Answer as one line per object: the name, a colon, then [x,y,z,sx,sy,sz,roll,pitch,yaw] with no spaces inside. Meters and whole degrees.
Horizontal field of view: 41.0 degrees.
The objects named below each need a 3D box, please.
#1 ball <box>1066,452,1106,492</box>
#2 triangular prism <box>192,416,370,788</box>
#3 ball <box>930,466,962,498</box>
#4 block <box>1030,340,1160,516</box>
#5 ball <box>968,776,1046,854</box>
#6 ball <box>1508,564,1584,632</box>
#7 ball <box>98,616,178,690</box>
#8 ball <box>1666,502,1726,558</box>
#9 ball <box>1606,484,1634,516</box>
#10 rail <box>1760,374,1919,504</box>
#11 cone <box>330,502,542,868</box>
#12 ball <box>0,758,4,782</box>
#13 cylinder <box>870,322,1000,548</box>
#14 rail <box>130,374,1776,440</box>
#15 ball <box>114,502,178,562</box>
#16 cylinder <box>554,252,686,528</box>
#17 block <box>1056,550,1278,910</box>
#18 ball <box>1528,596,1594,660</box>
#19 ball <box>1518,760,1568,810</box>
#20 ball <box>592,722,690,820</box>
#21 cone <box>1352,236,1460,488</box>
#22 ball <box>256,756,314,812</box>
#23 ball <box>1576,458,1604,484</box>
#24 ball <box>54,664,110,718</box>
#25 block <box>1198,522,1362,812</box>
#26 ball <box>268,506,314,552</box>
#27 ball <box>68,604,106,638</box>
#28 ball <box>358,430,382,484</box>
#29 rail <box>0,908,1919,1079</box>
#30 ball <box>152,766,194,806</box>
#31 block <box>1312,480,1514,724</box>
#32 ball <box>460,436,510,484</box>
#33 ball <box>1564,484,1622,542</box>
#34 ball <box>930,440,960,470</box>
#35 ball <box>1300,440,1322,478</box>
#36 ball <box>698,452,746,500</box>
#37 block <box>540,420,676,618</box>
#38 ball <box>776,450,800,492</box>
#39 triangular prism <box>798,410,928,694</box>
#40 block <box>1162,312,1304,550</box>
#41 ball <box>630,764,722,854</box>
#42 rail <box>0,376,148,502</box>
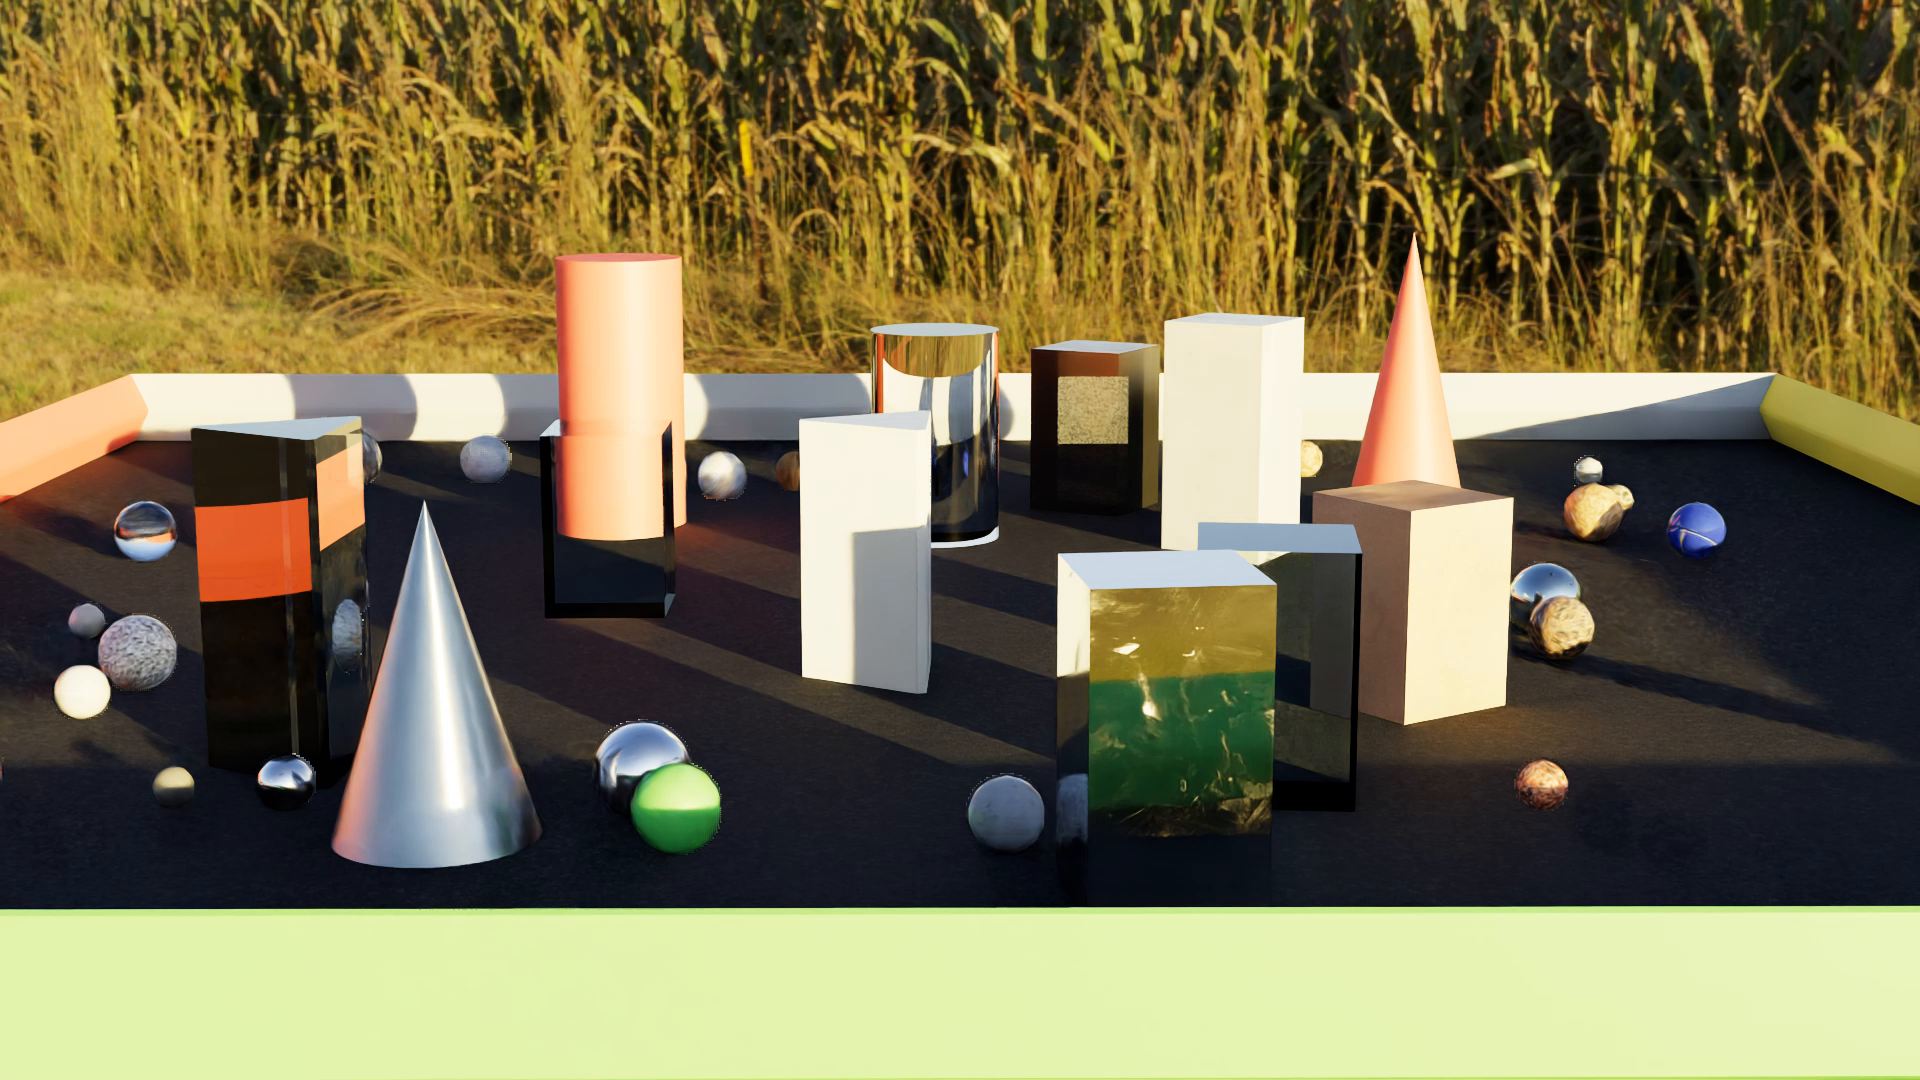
ball: [0.218,-0.118,4.434,0.068,0.068,0.068,0,10,0]
triangular prism: [-0.679,0.057,2.693,0.173,0.360,0.150,7,12,32]
ball: [-0.023,-0.099,4.373,0.055,0.055,0.055,0,10,0]
block: [0.225,-0.189,4.278,0.160,0.268,0.160,6,12,29]
ball: [0.044,0.257,2.402,0.072,0.072,0.072,0,10,0]
ball: [0.755,0.077,3.311,0.095,0.095,0.095,0,10,0]
ball: [-0.970,0.133,3.025,0.089,0.089,0.089,0,10,0]
ball: [1.100,-0.014,3.834,0.085,0.085,0.085,0,10,0]
ball: [1.069,-0.063,4.180,0.055,0.055,0.055,0,10,0]
rail: [1.593,0.032,3.458,0.045,0.130,3.254,0,10,0]
cone: [-0.501,0.123,2.428,0.200,0.327,0.200,0,10,0]
ball: [-0.991,0.232,2.571,0.061,0.061,0.061,0,10,0]
cylinder: [-0.039,-0.166,3.995,0.200,0.325,0.200,0,10,0]
rail: [-0.009,-0.258,5.025,3.234,0.130,0.045,0,10,0]
ball: [-1.209,-0.012,3.808,0.091,0.091,0.091,0,10,0]
cylinder: [-0.542,-0.239,4.111,0.200,0.426,0.200,0,10,0]
block: [0.177,0.171,2.254,0.160,0.296,0.160,-1,11,-7]
ball: [0.746,0.109,3.183,0.080,0.080,0.080,0,10,0]
ball: [0.577,0.243,2.542,0.049,0.049,0.049,0,10,0]
ball: [-0.311,0.226,2.507,0.096,0.096,0.096,0,10,0]
cone: [0.711,-0.252,4.058,0.200,0.470,0.200,0,10,0]
ball: [-0.666,0.241,2.535,0.056,0.056,0.056,0,10,0]
ball: [1.107,-0.121,4.514,0.047,0.047,0.047,0,10,0]
ball: [-0.991,0.171,2.897,0.061,0.061,0.061,0,10,0]
block: [0.319,0.125,2.599,0.160,0.260,0.160,1,11,5]
ball: [-1.015,-0.016,3.892,0.069,0.069,0.069,0,10,0]
ball: [-1.123,0.105,3.301,0.045,0.045,0.045,0,10,0]
ball: [-1.064,-0.144,4.497,0.099,0.099,0.099,0,10,0]
rail: [0.009,0.325,1.872,3.234,0.130,0.045,0,10,0]
ball: [-0.783,0.245,2.553,0.040,0.040,0.040,0,10,0]
block: [0.518,0.067,2.959,0.160,0.243,0.160,-7,13,-34]
ball: [-0.837,-0.141,4.519,0.086,0.086,0.086,0,10,0]
ball: [0.981,-0.042,3.977,0.089,0.089,0.089,0,10,0]
ball: [-0.027,-0.155,4.687,0.052,0.052,0.052,0,10,0]
ball: [0.615,-0.144,4.591,0.067,0.067,0.067,0,10,0]
ball: [-0.404,-0.109,4.350,0.083,0.083,0.083,0,10,0]
block: [-0.475,-0.031,3.482,0.160,0.246,0.160,0,10,-1]
ball: [-0.285,-0.119,4.445,0.070,0.070,0.070,0,10,0]
triangular prism: [-0.079,0.007,3.094,0.173,0.312,0.150,6,12,31]
block: [0.417,-0.164,3.920,0.160,0.348,0.160,6,12,29]
ball: [-0.266,0.251,2.401,0.084,0.084,0.084,0,10,0]
rail: [-1.593,0.035,3.440,0.045,0.130,3.254,0,10,0]
